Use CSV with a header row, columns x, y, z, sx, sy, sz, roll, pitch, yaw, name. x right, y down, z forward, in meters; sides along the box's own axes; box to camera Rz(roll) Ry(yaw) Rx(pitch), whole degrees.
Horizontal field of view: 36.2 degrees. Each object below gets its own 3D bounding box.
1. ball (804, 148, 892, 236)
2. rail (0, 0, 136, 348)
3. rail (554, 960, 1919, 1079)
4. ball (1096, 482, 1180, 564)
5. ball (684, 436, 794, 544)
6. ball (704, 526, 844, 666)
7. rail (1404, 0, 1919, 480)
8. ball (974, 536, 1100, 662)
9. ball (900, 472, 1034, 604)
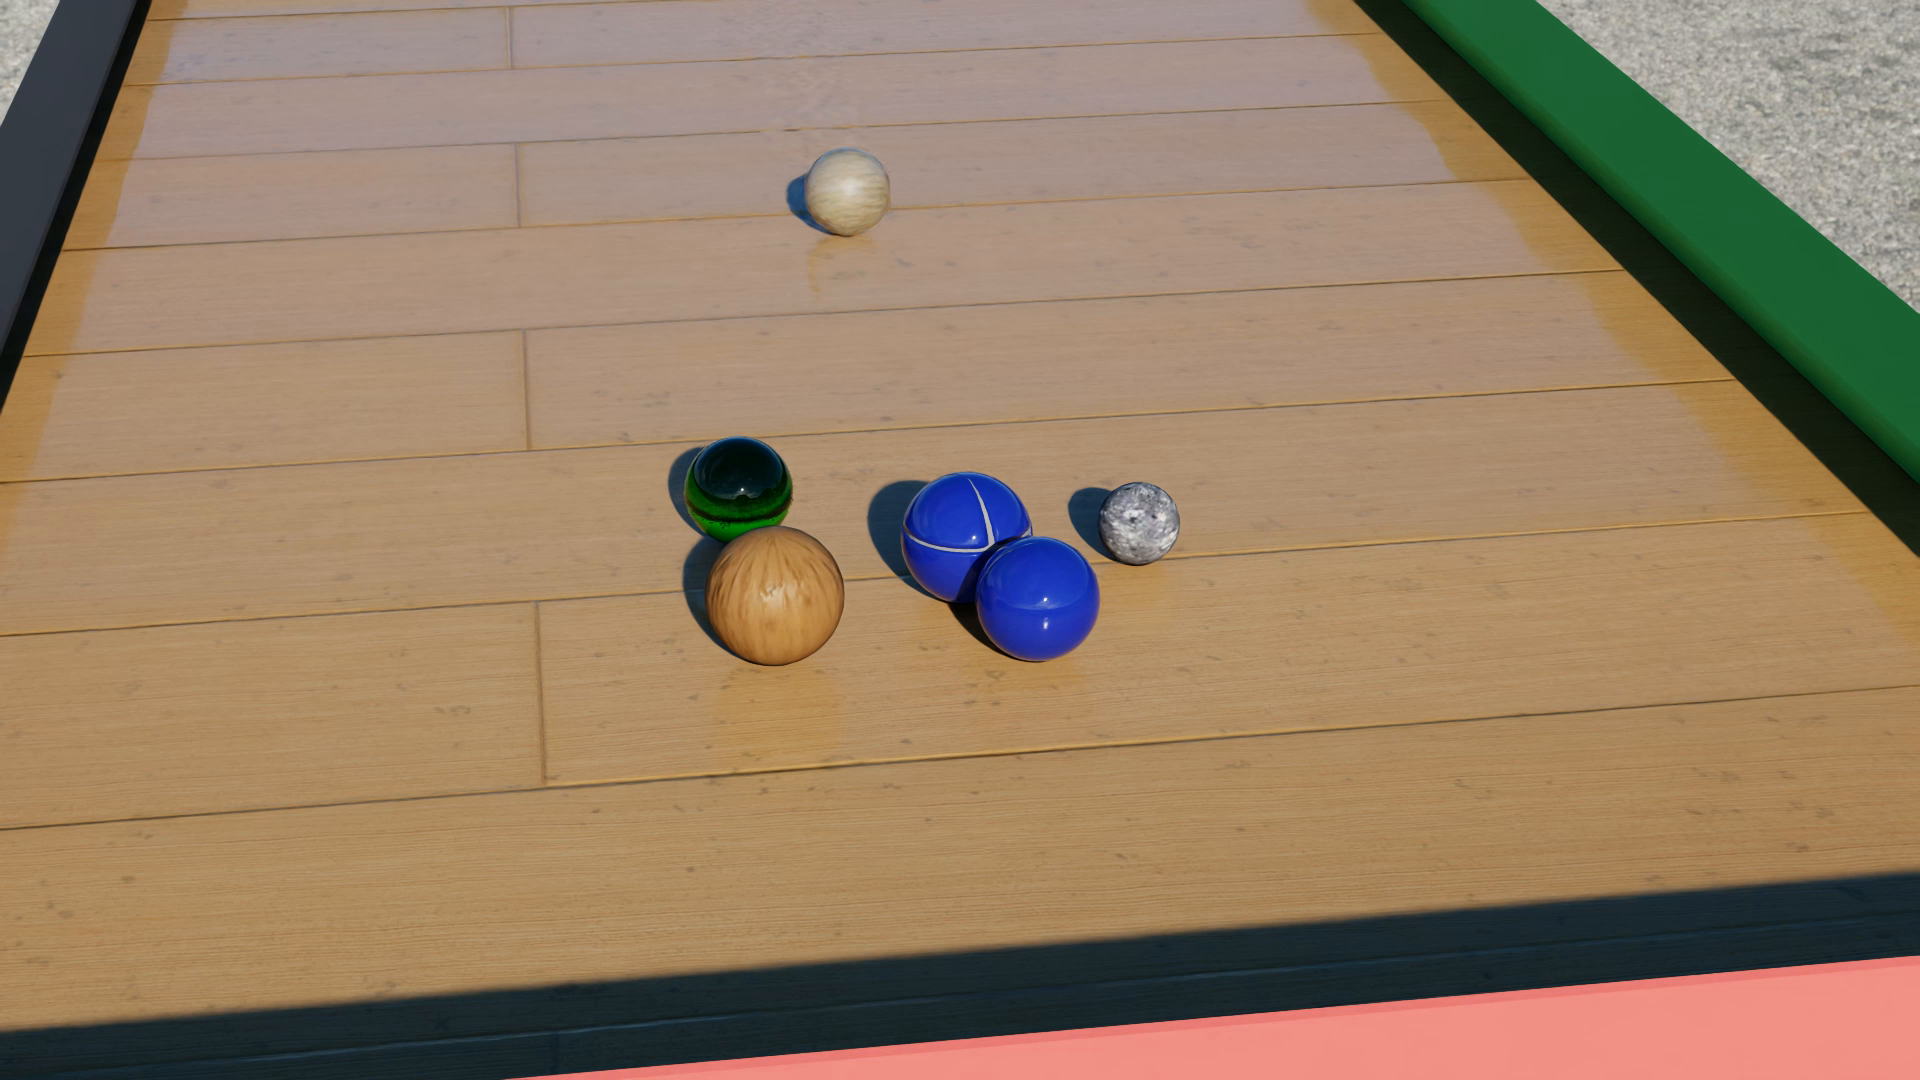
x,y,z,sx,sy,sz,roll,pitch,yaw,name
-0.100,-0.309,2.608,0.078,0.078,0.078,0,26,0,ball
-0.787,-0.263,2.464,0.045,0.116,2.708,-4,26,-8,rail
0.097,0.261,1.370,1.435,0.116,0.045,-4,26,-8,rail
0.122,-0.011,2.010,0.057,0.057,0.057,0,26,0,ball
-0.153,-0.034,2.037,0.075,0.075,0.075,0,26,0,ball
-0.118,0.035,1.875,0.090,0.090,0.090,0,26,0,ball
0.586,-0.351,2.649,0.045,0.116,2.708,-4,26,-8,rail
0.050,0.038,1.880,0.080,0.080,0.080,0,26,0,ball
0.004,-0.002,1.953,0.088,0.088,0.088,0,26,0,ball
